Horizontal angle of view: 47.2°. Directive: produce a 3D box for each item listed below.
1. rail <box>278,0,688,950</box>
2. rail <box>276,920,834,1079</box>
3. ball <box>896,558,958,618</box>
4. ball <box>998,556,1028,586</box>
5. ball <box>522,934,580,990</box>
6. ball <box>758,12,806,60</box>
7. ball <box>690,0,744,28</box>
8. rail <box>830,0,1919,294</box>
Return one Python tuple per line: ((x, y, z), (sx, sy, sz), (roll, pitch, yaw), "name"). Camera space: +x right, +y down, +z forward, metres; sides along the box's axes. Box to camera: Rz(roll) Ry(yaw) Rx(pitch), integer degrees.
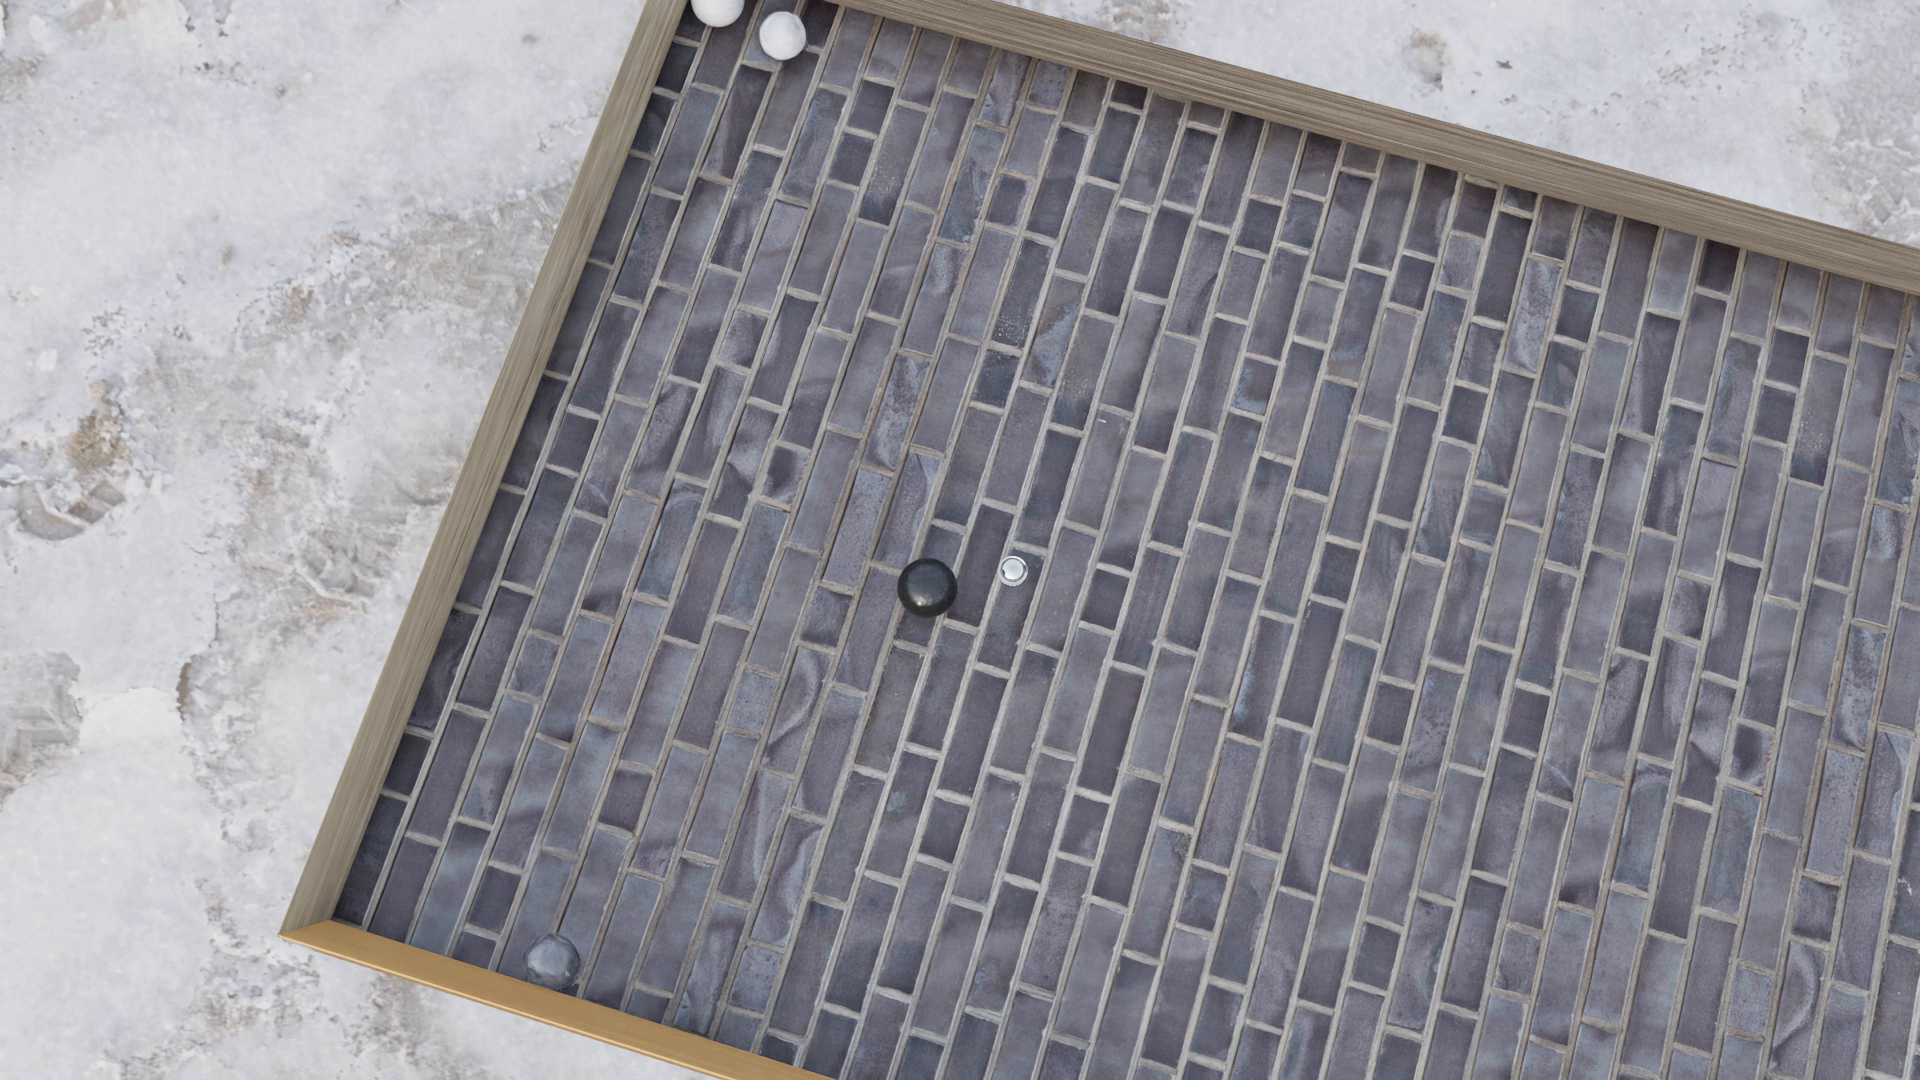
((-0.694, -0.209, 3.428), (0.045, 0.120, 1.744), (16, 73, 5), "rail")
((0.470, 0.976, 3.056), (2.998, 0.120, 0.045), (16, 73, 5), "rail")
((-0.050, 0.073, 3.355), (0.093, 0.093, 0.093), (0, 73, 0), "ball")
((0.081, 0.048, 3.387), (0.046, 0.046, 0.046), (0, 73, 0), "ball")
((-0.593, 0.614, 3.191), (0.082, 0.082, 0.082), (0, 73, 0), "ball")
((-0.294, -0.837, 3.648), (0.079, 0.079, 0.079), (0, 73, 0), "ball")
((-0.404, -0.900, 3.662), (0.090, 0.090, 0.090), (0, 73, 0), "ball")
((0.964, -0.572, 3.542), (2.998, 0.120, 0.045), (16, 73, 5), "rail")
